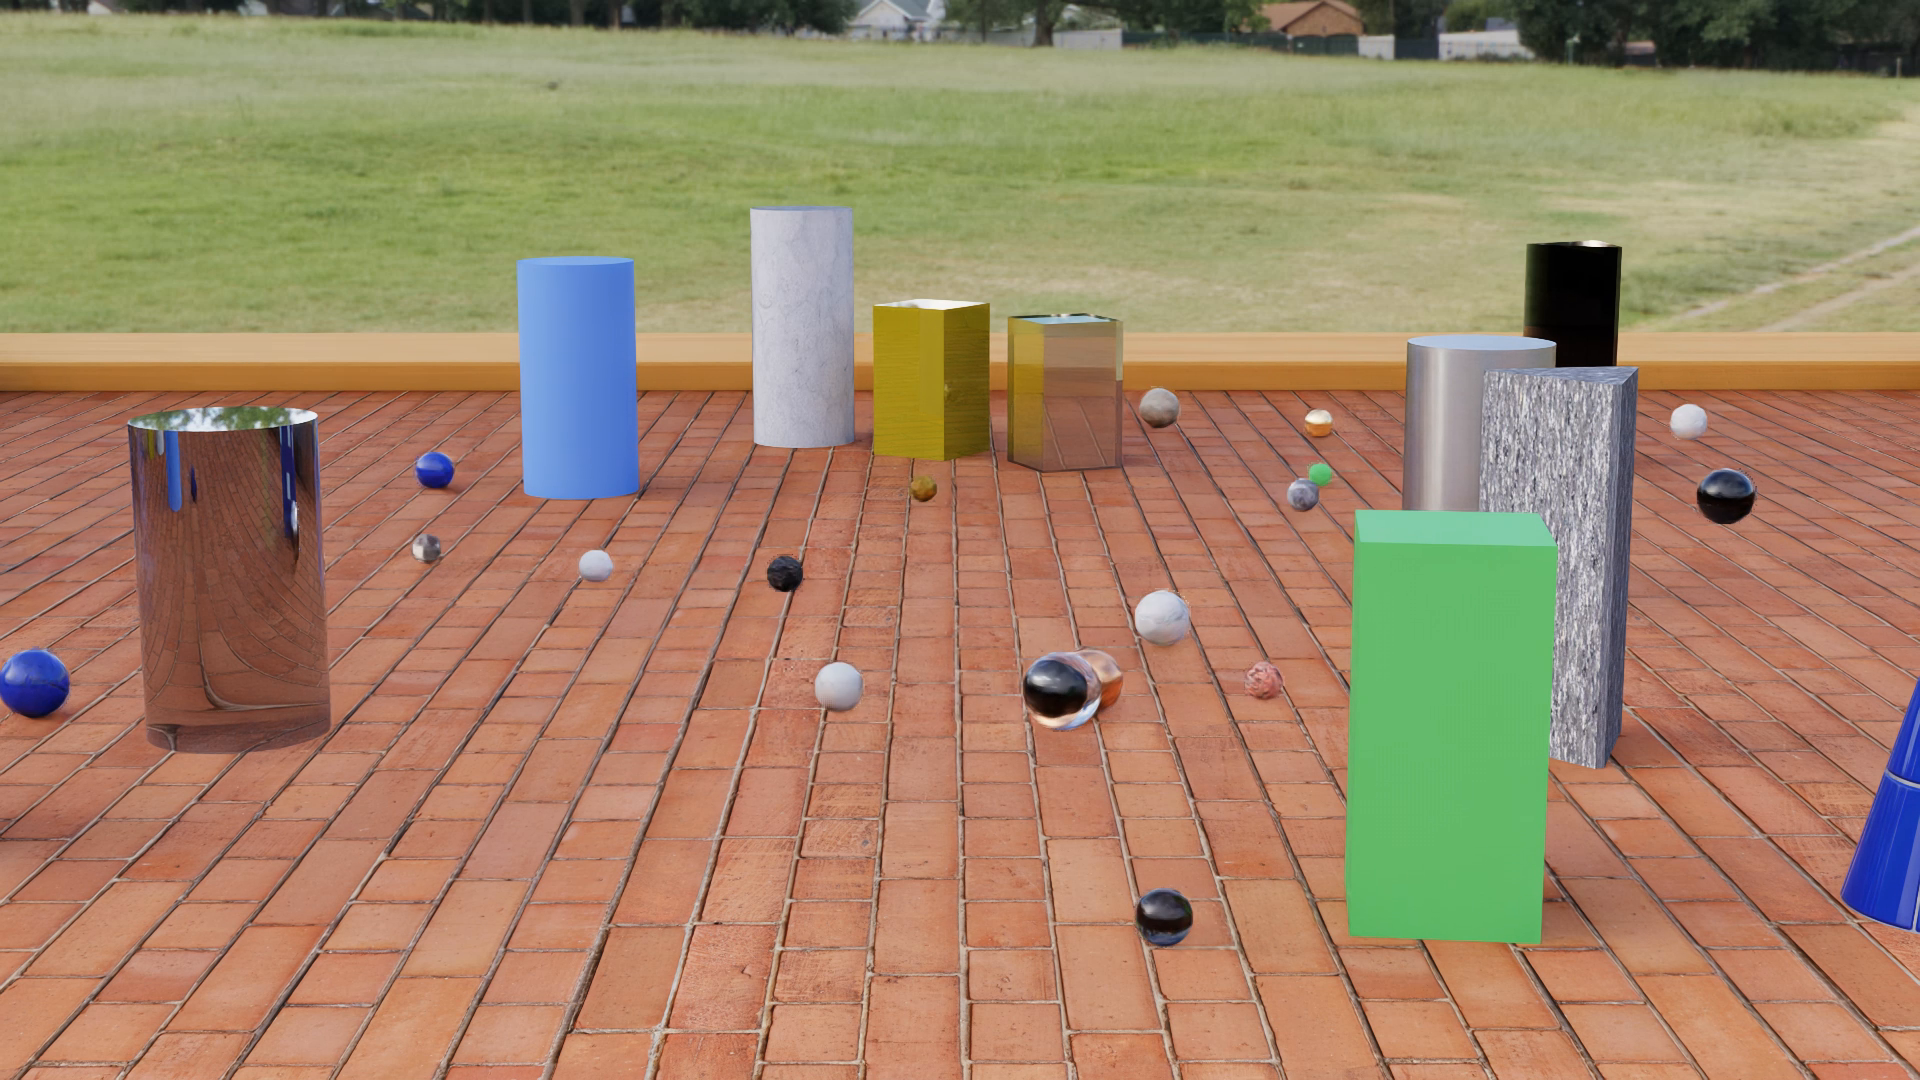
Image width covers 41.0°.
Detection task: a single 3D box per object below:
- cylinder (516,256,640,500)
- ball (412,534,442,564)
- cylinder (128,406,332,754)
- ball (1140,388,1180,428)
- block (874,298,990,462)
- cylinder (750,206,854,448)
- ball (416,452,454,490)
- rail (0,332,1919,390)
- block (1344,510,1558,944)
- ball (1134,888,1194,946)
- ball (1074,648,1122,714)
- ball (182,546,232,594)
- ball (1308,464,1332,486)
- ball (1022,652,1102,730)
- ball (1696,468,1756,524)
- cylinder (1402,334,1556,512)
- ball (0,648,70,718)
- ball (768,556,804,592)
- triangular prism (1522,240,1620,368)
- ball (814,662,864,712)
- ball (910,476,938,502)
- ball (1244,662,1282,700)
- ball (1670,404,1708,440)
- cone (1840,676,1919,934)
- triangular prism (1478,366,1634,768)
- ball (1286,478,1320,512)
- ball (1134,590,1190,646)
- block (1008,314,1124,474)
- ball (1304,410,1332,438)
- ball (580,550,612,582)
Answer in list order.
[{"bbox_3d":[-0.658,-0.282,4.424,0.199,0.397,0.199,0,10,0],"label":"cylinder"},{"bbox_3d":[-0.790,0.013,3.799,0.044,0.044,0.044,0,10,0],"label":"ball"},{"bbox_3d":[-0.799,0.040,2.815,0.199,0.349,0.199,0,10,0],"label":"cylinder"},{"bbox_3d":[0.405,-0.268,5.215,0.081,0.081,0.081,0,10,0],"label":"ball"},{"bbox_3d":[-0.053,-0.306,4.866,0.159,0.283,0.159,7,12,32],"label":"block"},{"bbox_3d":[-0.307,-0.419,5.007,0.199,0.454,0.199,0,10,0],"label":"cylinder"},{"bbox_3d":[-0.913,-0.121,4.463,0.066,0.066,0.066,0,10,0],"label":"ball"},{"bbox_3d":[-0.014,-0.401,5.796,4.472,0.129,0.045,0,10,0],"label":"rail"},{"bbox_3d":[0.419,0.156,2.211,0.159,0.340,0.159,1,11,7],"label":"block"},{"bbox_3d":[0.171,0.316,2.149,0.049,0.049,0.049,0,10,0],"label":"ball"},{"bbox_3d":[0.148,0.161,2.916,0.074,0.074,0.074,0,10,0],"label":"ball"},{"bbox_3d":[-1.049,0.043,3.575,0.067,0.067,0.067,0,10,0],"label":"ball"},{"bbox_3d":[0.631,-0.114,4.493,0.041,0.041,0.041,0,10,0],"label":"ball"},{"bbox_3d":[0.113,0.167,2.843,0.088,0.088,0.088,0,10,0],"label":"ball"},{"bbox_3d":[1.229,-0.069,4.116,0.090,0.090,0.090,0,10,0],"label":"ball"},{"bbox_3d":[0.707,-0.093,3.514,0.199,0.356,0.199,0,10,0],"label":"cylinder"},{"bbox_3d":[-1.047,0.162,2.901,0.077,0.077,0.077,0,10,0],"label":"ball"},{"bbox_3d":[-0.245,0.047,3.594,0.050,0.050,0.050,0,10,0],"label":"ball"},{"bbox_3d":[1.143,-0.344,4.731,0.172,0.406,0.149,6,12,29],"label":"triangular prism"},{"bbox_3d":[-0.139,0.168,2.929,0.056,0.056,0.056,0,10,0],"label":"ball"},{"bbox_3d":[-0.061,-0.087,4.335,0.045,0.045,0.045,0,10,0],"label":"ball"},{"bbox_3d":[0.352,0.164,2.980,0.044,0.044,0.044,0,10,0],"label":"ball"},{"bbox_3d":[1.432,-0.231,5.041,0.072,0.072,0.072,0,10,0],"label":"ball"},{"bbox_3d":[0.878,0.136,2.220,0.199,0.377,0.199,0,10,0],"label":"cone"},{"bbox_3d":[0.673,0.020,2.766,0.149,0.405,0.172,-9,14,-39],"label":"triangular prism"},{"bbox_3d":[0.568,-0.075,4.245,0.054,0.054,0.054,0,10,0],"label":"ball"},{"bbox_3d":[0.257,0.099,3.257,0.071,0.071,0.071,0,10,0],"label":"ball"},{"bbox_3d":[0.192,-0.272,4.718,0.159,0.270,0.159,-4,11,-23],"label":"block"},{"bbox_3d":[0.710,-0.231,5.081,0.057,0.057,0.057,0,10,0],"label":"ball"},{"bbox_3d":[-0.519,0.037,3.657,0.047,0.047,0.047,0,10,0],"label":"ball"}]
